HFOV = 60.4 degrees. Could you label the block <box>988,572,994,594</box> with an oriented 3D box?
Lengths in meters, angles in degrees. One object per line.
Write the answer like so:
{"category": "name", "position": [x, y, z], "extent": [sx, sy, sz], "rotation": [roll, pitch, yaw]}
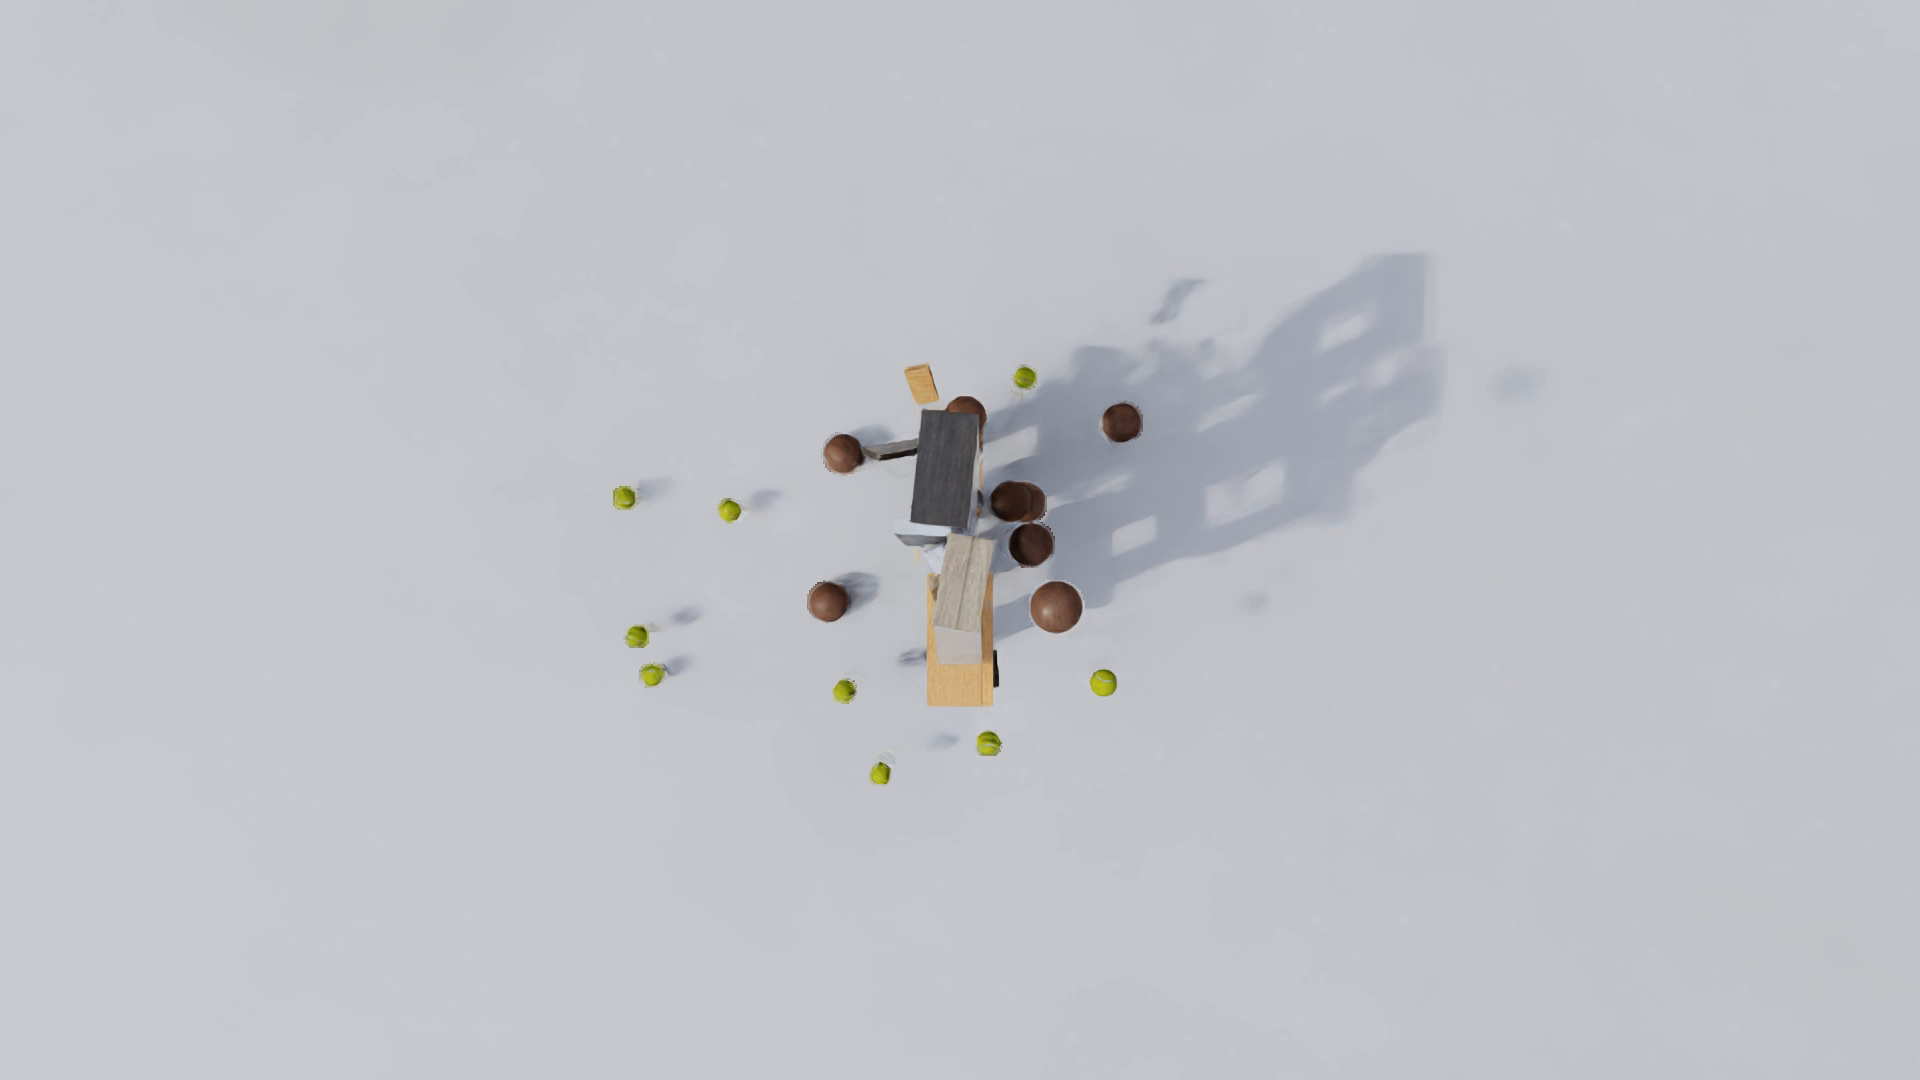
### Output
{"category": "block", "position": [0.002, 0.130, 4.646], "extent": [0.178, 0.356, 0.050], "rotation": [3, 96, 0]}

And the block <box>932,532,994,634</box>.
{"category": "block", "position": [0.008, 0.108, 4.164], "extent": [0.118, 0.034, 0.237], "rotation": [10, 91, 1]}

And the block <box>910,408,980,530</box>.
{"category": "block", "position": [-0.038, -0.180, 4.193], "extent": [0.145, 0.041, 0.291], "rotation": [6, 86, 3]}

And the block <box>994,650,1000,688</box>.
{"category": "block", "position": [0.018, 0.367, 4.650], "extent": [0.178, 0.356, 0.050], "rotation": [-5, 95, 1]}

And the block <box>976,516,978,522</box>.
{"category": "block", "position": [-0.016, -0.089, 5.019], "extent": [0.138, 0.275, 0.039], "rotation": [-1, 105, 2]}

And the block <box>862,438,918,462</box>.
{"category": "block", "position": [-0.122, -0.282, 4.958], "extent": [0.070, 0.455, 0.020], "rotation": [23, 112, 32]}

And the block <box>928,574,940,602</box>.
{"category": "block", "position": [-0.011, 0.135, 4.298], "extent": [0.118, 0.237, 0.034], "rotation": [-13, 71, 1]}

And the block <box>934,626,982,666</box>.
{"category": "block", "position": [-0.004, 0.250, 4.311], "extent": [0.118, 0.237, 0.034], "rotation": [-2, 55, 1]}

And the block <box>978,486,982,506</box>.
{"category": "block", "position": [-0.017, -0.125, 4.691], "extent": [0.149, 0.299, 0.042], "rotation": [0, 89, 3]}

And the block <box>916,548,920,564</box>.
{"category": "block", "position": [-0.034, 0.037, 4.733], "extent": [0.149, 0.379, 0.042], "rotation": [-4, 91, 4]}

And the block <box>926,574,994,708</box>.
{"category": "block", "position": [0.000, 0.269, 4.443], "extent": [0.178, 0.050, 0.356], "rotation": [0, 91, 0]}

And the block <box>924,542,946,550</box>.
{"category": "block", "position": [-0.050, 0.038, 4.402], "extent": [0.054, 0.189, 0.015], "rotation": [-7, 76, 8]}

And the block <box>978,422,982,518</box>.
{"category": "block", "position": [-0.004, -0.222, 5.180], "extent": [0.149, 0.042, 0.297], "rotation": [1, 90, 0]}

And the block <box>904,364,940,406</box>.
{"category": "block", "position": [-0.110, -0.450, 4.771], "extent": [0.070, 0.140, 0.020], "rotation": [-9, 50, 9]}

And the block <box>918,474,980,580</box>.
{"category": "block", "position": [-0.031, -0.037, 4.519], "extent": [0.149, 0.042, 0.299], "rotation": [4, 90, 3]}

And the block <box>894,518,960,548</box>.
{"category": "block", "position": [-0.084, -0.016, 4.353], "extent": [0.145, 0.291, 0.041], "rotation": [3, 84, 5]}

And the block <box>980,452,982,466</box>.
{"category": "block", "position": [-0.005, -0.243, 5.018], "extent": [0.138, 0.275, 0.039], "rotation": [7, 100, 2]}

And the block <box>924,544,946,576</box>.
{"category": "block", "position": [-0.047, 0.065, 4.318], "extent": [0.054, 0.015, 0.107], "rotation": [-25, 110, 15]}

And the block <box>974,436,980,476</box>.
{"category": "block", "position": [-0.023, -0.243, 4.364], "extent": [0.145, 0.291, 0.041], "rotation": [4, 73, 3]}
